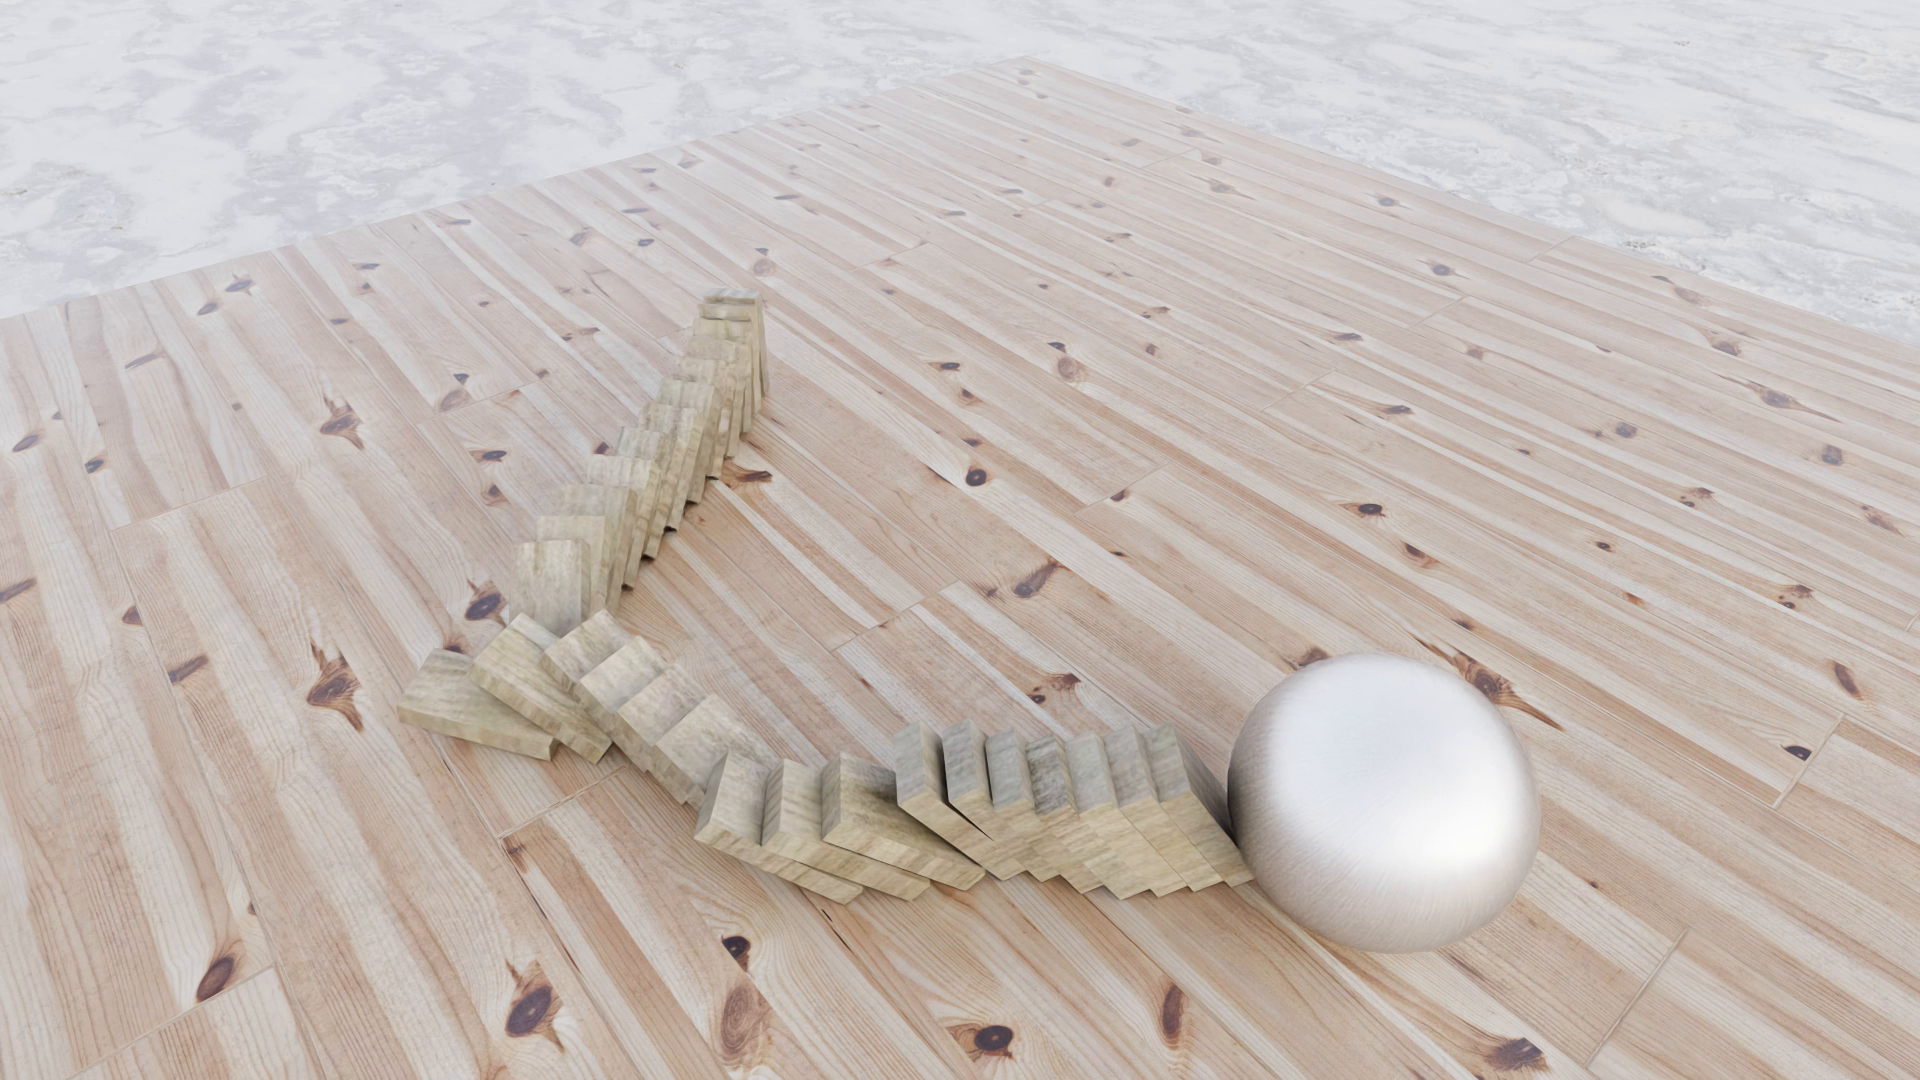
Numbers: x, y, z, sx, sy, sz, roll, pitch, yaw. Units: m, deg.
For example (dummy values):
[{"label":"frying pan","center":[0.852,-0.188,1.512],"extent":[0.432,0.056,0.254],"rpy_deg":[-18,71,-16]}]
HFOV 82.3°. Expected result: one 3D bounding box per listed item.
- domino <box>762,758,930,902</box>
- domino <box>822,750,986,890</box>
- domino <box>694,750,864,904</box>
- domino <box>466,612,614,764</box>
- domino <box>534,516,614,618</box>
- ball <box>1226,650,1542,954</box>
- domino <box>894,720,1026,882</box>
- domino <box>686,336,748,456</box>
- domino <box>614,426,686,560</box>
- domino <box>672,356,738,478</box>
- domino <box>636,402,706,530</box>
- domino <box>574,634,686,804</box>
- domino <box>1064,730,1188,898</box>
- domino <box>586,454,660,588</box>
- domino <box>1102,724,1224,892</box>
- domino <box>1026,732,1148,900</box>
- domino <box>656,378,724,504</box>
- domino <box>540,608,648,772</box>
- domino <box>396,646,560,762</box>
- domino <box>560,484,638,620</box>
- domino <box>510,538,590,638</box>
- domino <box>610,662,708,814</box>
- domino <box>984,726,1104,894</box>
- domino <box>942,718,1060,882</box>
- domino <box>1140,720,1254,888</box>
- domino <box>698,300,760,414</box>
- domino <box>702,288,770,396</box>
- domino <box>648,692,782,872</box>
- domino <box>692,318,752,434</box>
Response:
[{"label":"domino","center":[-0.032,0.084,0.319],"extent":[0.050,0.009,0.025],"rpy_deg":[28,32,-25]},{"label":"domino","center":[-0.016,0.082,0.321],"extent":[0.050,0.009,0.025],"rpy_deg":[28,31,-26]},{"label":"domino","center":[-0.050,0.084,0.319],"extent":[0.050,0.010,0.025],"rpy_deg":[31,35,-21]},{"label":"domino","center":[-0.133,0.049,0.363],"extent":[0.050,0.010,0.025],"rpy_deg":[37,41,-8]},{"label":"domino","center":[-0.143,0.016,0.403],"extent":[0.025,0.009,0.050],"rpy_deg":[0,73,0]},{"label":"ball","center":[0.114,0.071,0.302],"extent":[0.080,0.080,0.080],"rpy_deg":[0,39,0]},{"label":"domino","center":[0.001,0.077,0.321],"extent":[0.009,0.050,0.025],"rpy_deg":[-33,36,19]},{"label":"domino","center":[-0.111,-0.065,0.493],"extent":[0.025,0.050,0.010],"rpy_deg":[9,6,11]},{"label":"domino","center":[-0.130,-0.019,0.445],"extent":[0.025,0.009,0.050],"rpy_deg":[9,77,11]},{"label":"domino","center":[-0.115,-0.054,0.482],"extent":[0.025,0.050,0.009],"rpy_deg":[9,0,11]},{"label":"domino","center":[-0.125,-0.031,0.458],"extent":[0.025,0.010,0.050],"rpy_deg":[9,80,11]},{"label":"domino","center":[-0.096,0.057,0.353],"extent":[0.050,0.010,0.025],"rpy_deg":[46,50,2]},{"label":"domino","center":[0.048,0.079,0.317],"extent":[0.010,0.050,0.025],"rpy_deg":[-28,37,16]},{"label":"domino","center":[-0.136,-0.007,0.431],"extent":[0.025,0.009,0.050],"rpy_deg":[6,75,8]},{"label":"domino","center":[0.059,0.078,0.318],"extent":[0.010,0.050,0.025],"rpy_deg":[-28,36,17]},{"label":"domino","center":[0.037,0.080,0.316],"extent":[0.010,0.050,0.025],"rpy_deg":[-28,37,16]},{"label":"domino","center":[-0.120,-0.042,0.470],"extent":[0.025,0.009,0.050],"rpy_deg":[9,84,11]},{"label":"domino","center":[-0.111,0.049,0.363],"extent":[0.050,0.009,0.025],"rpy_deg":[46,49,2]},{"label":"domino","center":[-0.156,0.054,0.366],"extent":[0.050,0.009,0.025],"rpy_deg":[15,45,-3]},{"label":"domino","center":[-0.140,0.004,0.417],"extent":[0.025,0.009,0.050],"rpy_deg":[4,73,5]},{"label":"domino","center":[-0.145,0.026,0.390],"extent":[0.025,0.009,0.050],"rpy_deg":[-5,74,-1]},{"label":"domino","center":[-0.082,0.065,0.344],"extent":[0.050,0.010,0.025],"rpy_deg":[45,50,3]},{"label":"domino","center":[0.025,0.078,0.318],"extent":[0.010,0.050,0.025],"rpy_deg":[-28,37,16]},{"label":"domino","center":[0.013,0.076,0.321],"extent":[0.009,0.050,0.025],"rpy_deg":[-30,36,17]},{"label":"domino","center":[0.070,0.077,0.319],"extent":[0.010,0.050,0.025],"rpy_deg":[-28,36,17]},{"label":"domino","center":[-0.108,-0.085,0.515],"extent":[0.025,0.050,0.010],"rpy_deg":[5,24,6]},{"label":"domino","center":[-0.106,-0.094,0.526],"extent":[0.025,0.050,0.009],"rpy_deg":[5,35,6]},{"label":"domino","center":[-0.067,0.073,0.335],"extent":[0.050,0.010,0.025],"rpy_deg":[44,50,2]},{"label":"domino","center":[-0.109,-0.076,0.504],"extent":[0.025,0.050,0.009],"rpy_deg":[6,14,7]}]
